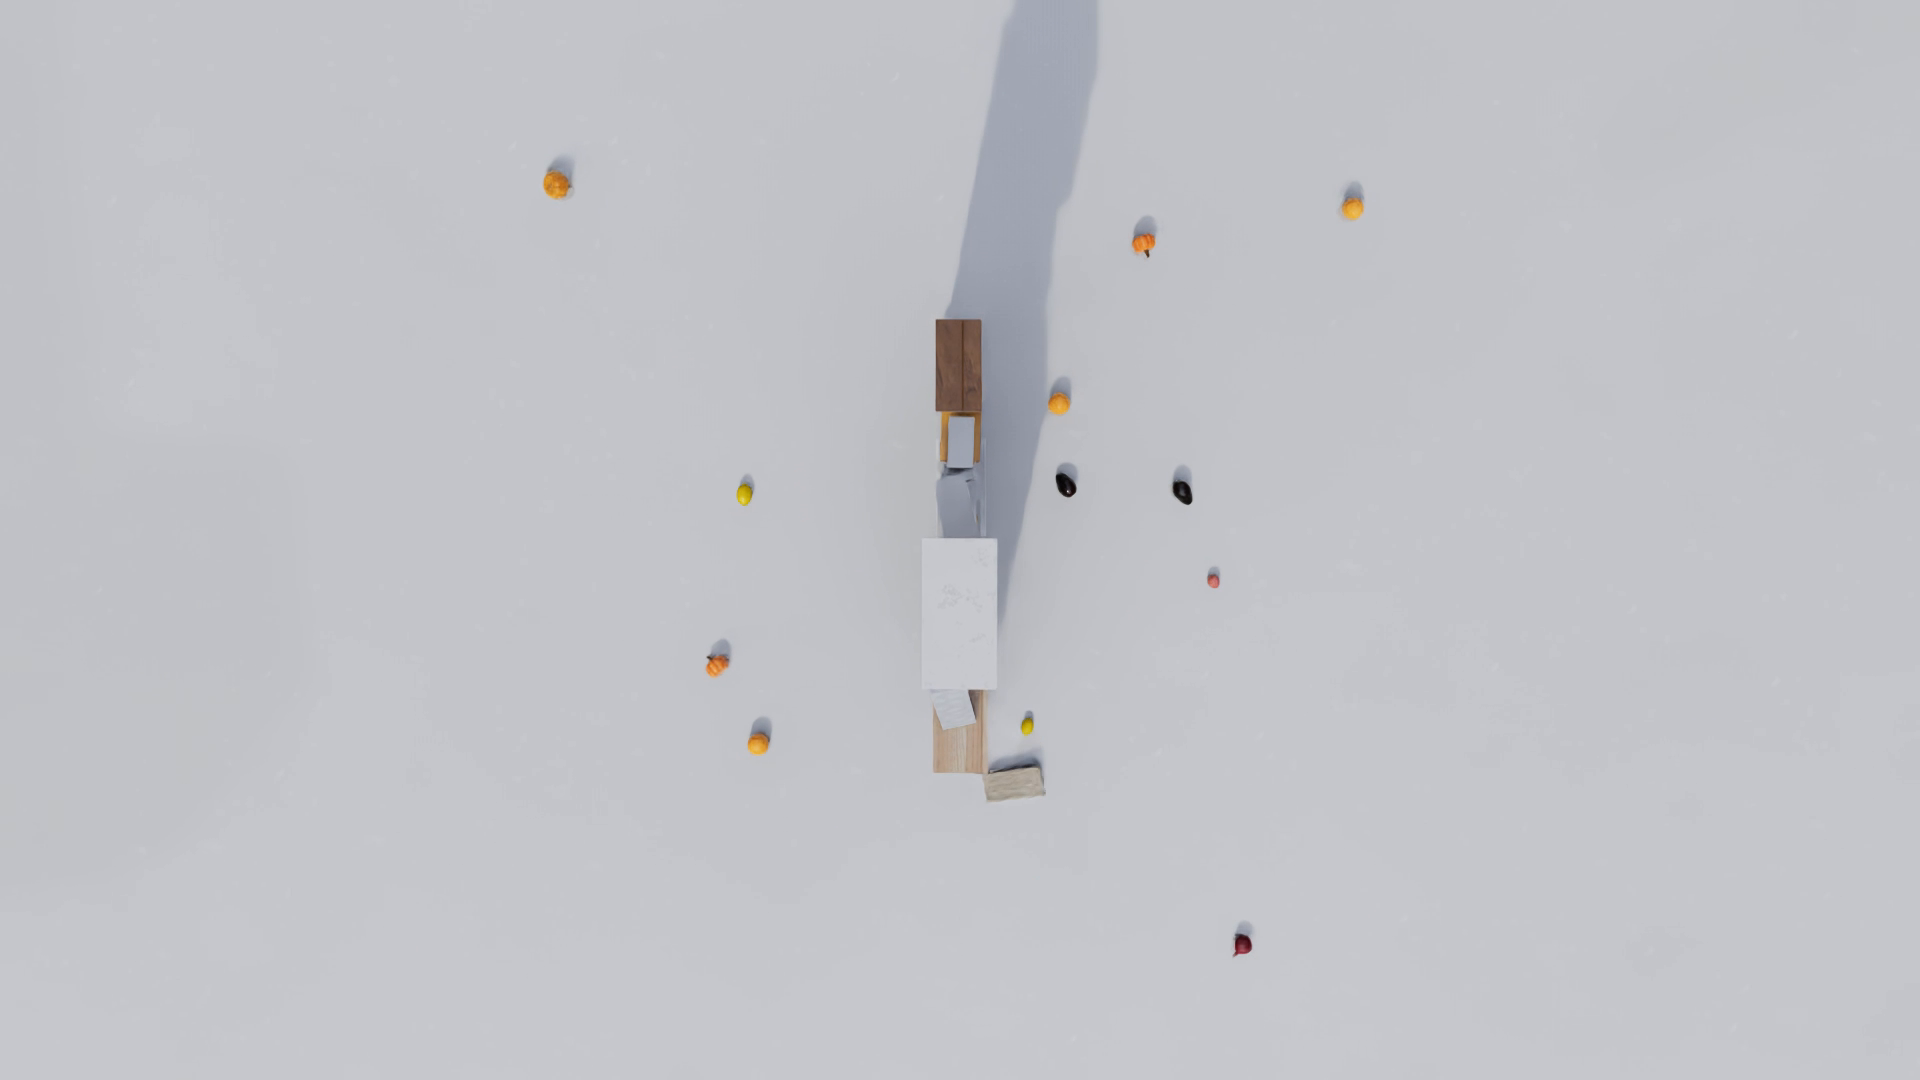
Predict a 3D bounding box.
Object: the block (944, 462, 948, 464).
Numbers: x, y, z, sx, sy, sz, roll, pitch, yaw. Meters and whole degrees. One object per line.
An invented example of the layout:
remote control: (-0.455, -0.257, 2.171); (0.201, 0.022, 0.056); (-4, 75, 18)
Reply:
block: (-0.006, -0.181, 4.644); (0.081, 0.023, 0.163); (0, 90, 0)

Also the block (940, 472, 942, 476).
block: (-0.006, -0.172, 4.542); (0.091, 0.182, 0.026); (-2, 90, 0)

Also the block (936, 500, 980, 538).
block: (-0.004, 0.010, 4.837); (0.129, 0.036, 0.257); (0, 90, 0)

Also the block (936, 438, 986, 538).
block: (0.004, -0.160, 5.165); (0.157, 0.044, 0.313); (0, 90, 0)

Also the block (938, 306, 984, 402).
block: (0.003, -0.522, 4.619); (0.131, 0.037, 0.263); (0, 90, 0)

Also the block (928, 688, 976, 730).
block: (-0.018, 0.440, 4.403); (0.095, 0.402, 0.027); (-12, 70, 0)

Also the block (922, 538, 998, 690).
block: (-0.001, 0.174, 3.925); (0.178, 0.050, 0.356); (0, 90, 0)

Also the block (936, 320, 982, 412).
block: (-0.004, -0.434, 4.114); (0.114, 0.032, 0.229); (0, 90, 0)

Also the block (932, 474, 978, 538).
block: (-0.012, -0.077, 4.242); (0.085, 0.024, 0.171); (-13, 90, 0)

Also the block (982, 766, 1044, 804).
block: (0.177, 0.811, 5.472); (0.191, 0.027, 0.095); (-9, 90, 9)

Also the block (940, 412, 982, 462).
block: (0.003, -0.313, 4.373); (0.106, 0.030, 0.212); (2, 90, 0)

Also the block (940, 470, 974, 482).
block: (-0.007, -0.161, 4.340); (0.086, 0.171, 0.024); (-13, 90, 0)

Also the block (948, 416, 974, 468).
block: (0.002, -0.250, 4.219); (0.065, 0.018, 0.131); (2, 90, 0)

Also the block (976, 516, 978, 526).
block: (0.002, -0.051, 4.551); (0.091, 0.199, 0.026); (1, 90, 0)

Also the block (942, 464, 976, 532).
block: (-0.002, -0.112, 4.438); (0.091, 0.026, 0.182); (0, 90, 0)

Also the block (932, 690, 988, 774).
block: (0.000, 0.496, 4.619); (0.154, 0.044, 0.308); (0, 90, 0)
